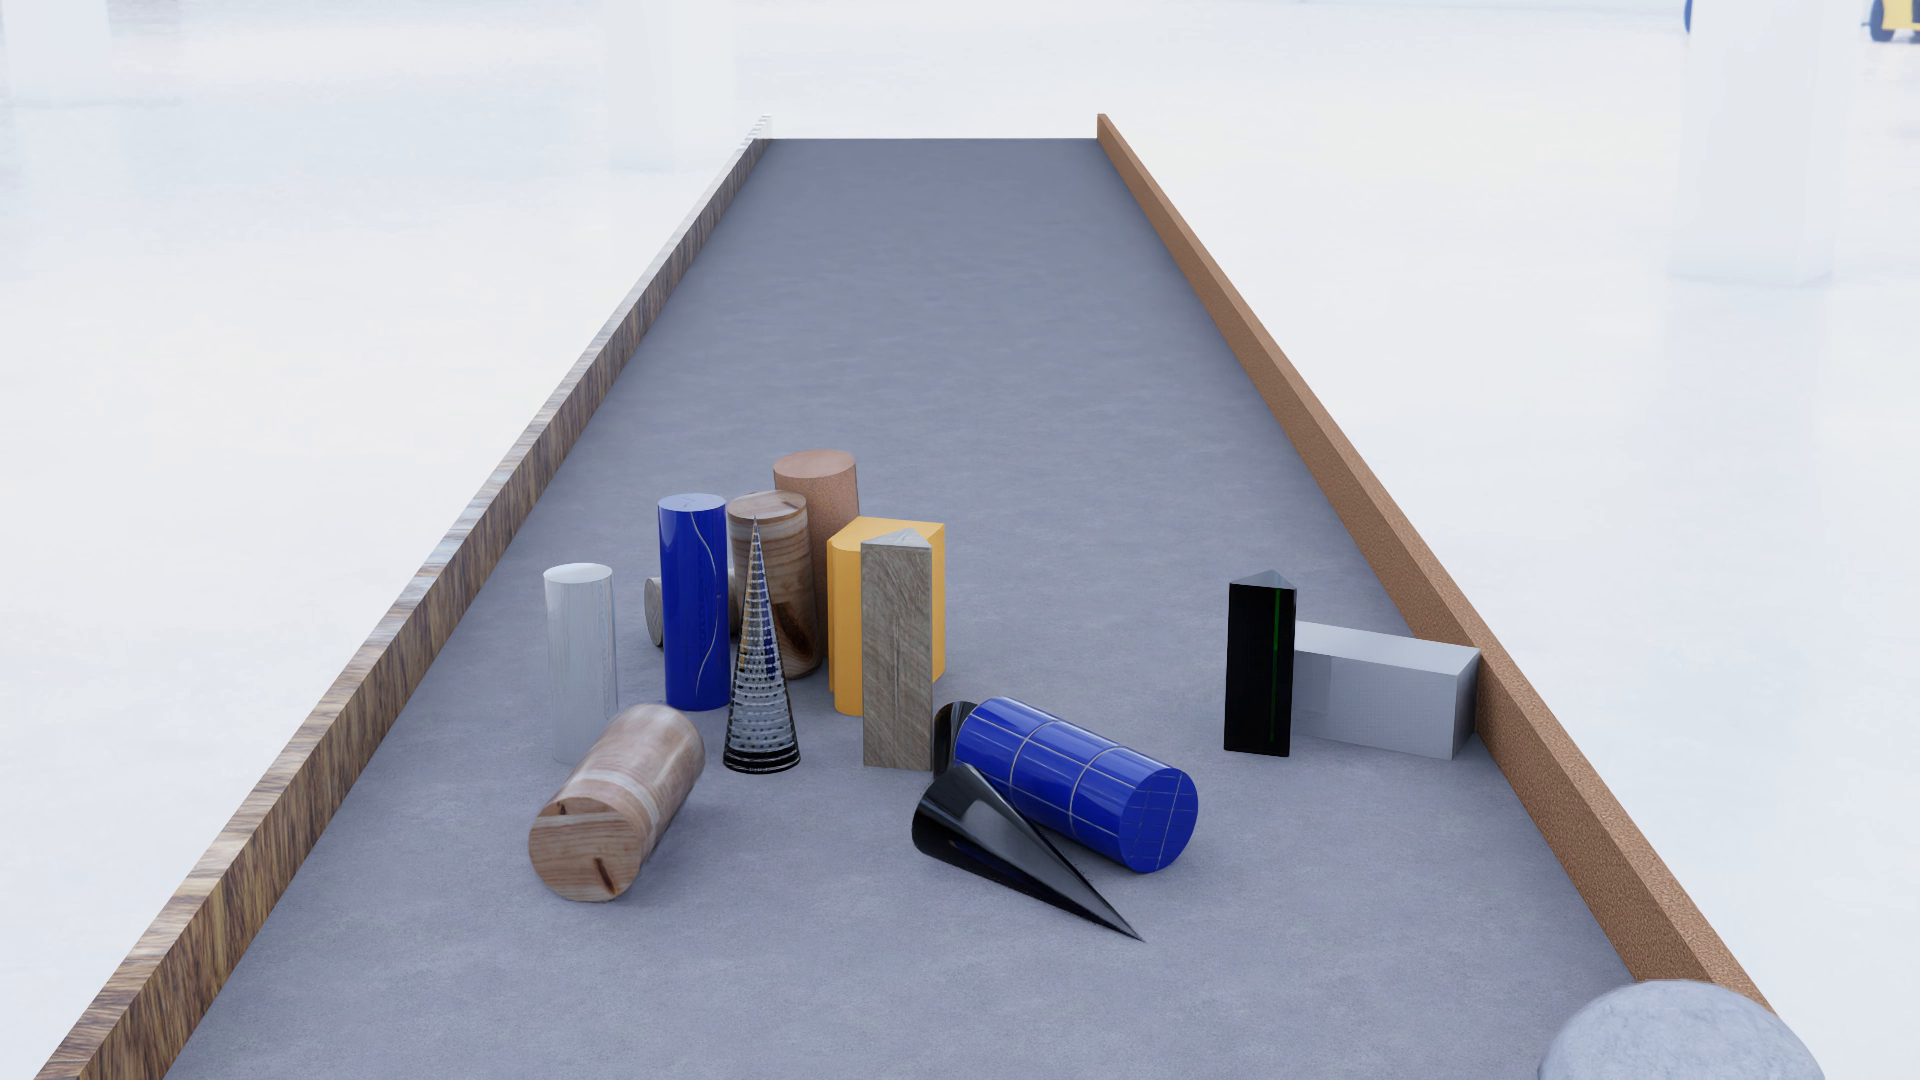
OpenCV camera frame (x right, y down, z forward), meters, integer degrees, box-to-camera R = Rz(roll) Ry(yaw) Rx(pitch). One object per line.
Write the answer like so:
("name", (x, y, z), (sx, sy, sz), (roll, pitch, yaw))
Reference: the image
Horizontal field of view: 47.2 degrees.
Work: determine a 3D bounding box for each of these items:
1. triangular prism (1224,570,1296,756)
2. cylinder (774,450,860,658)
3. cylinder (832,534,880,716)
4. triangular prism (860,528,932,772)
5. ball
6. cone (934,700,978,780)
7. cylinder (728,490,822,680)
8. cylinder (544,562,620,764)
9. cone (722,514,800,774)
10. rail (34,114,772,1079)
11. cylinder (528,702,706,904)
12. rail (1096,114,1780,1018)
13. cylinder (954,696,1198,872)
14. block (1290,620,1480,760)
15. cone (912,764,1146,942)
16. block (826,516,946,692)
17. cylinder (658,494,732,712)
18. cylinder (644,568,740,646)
("triangular prism", (0.545, 0.218, 3.942), (0.116, 0.315, 0.101), (5, 17, 17))
("cylinder", (-0.276, 0.028, 4.424), (0.163, 0.388, 0.163), (-3, 22, 1))
("cylinder", (-0.183, 0.160, 4.124), (0.109, 0.322, 0.109), (0, 17, 0))
("triangular prism", (-0.098, 0.190, 3.867), (0.125, 0.411, 0.108), (4, 17, 12))
("ball", (0.801, 0.656, 2.441), (0.330, 0.330, 0.330), (0, 17, 0))
("cone", (-0.018, 0.412, 3.747), (0.111, 0.111, 0.363), (2, 25, 8))
("cylinder", (-0.362, 0.088, 4.305), (0.153, 0.340, 0.153), (-4, 22, 1))
("cylinder", (-0.669, 0.219, 3.897), (0.119, 0.337, 0.119), (0, 17, 0))
("cone", (-0.353, 0.172, 3.849), (0.138, 0.456, 0.138), (0, 17, 0))
("rail", (-1.118, -0.838, 7.780), (0.050, 0.150, 12.000), (0, 17, -1))
("cylinder", (-0.543, 0.414, 3.527), (0.176, 0.176, 0.402), (2, 17, 7))
("rail", (0.932, -0.844, 7.801), (0.050, 0.150, 12.000), (0, 17, -1))
("cylinder", (0.184, 0.394, 3.600), (0.172, 0.172, 0.409), (-13, 21, -37))
("block", (0.735, 0.269, 4.040), (0.395, 0.161, 0.161), (8, 18, 26))
("cone", (0.129, 0.512, 3.367), (0.161, 0.161, 0.431), (-15, 33, -42))
("block", (-0.141, 0.130, 4.258), (0.178, 0.303, 0.178), (5, 17, 16))
("cylinder", (-0.499, 0.117, 4.145), (0.126, 0.392, 0.126), (0, 17, 0))
("cylinder", (-0.479, 0.129, 4.547), (0.320, 0.139, 0.139), (-7, 18, -21))
